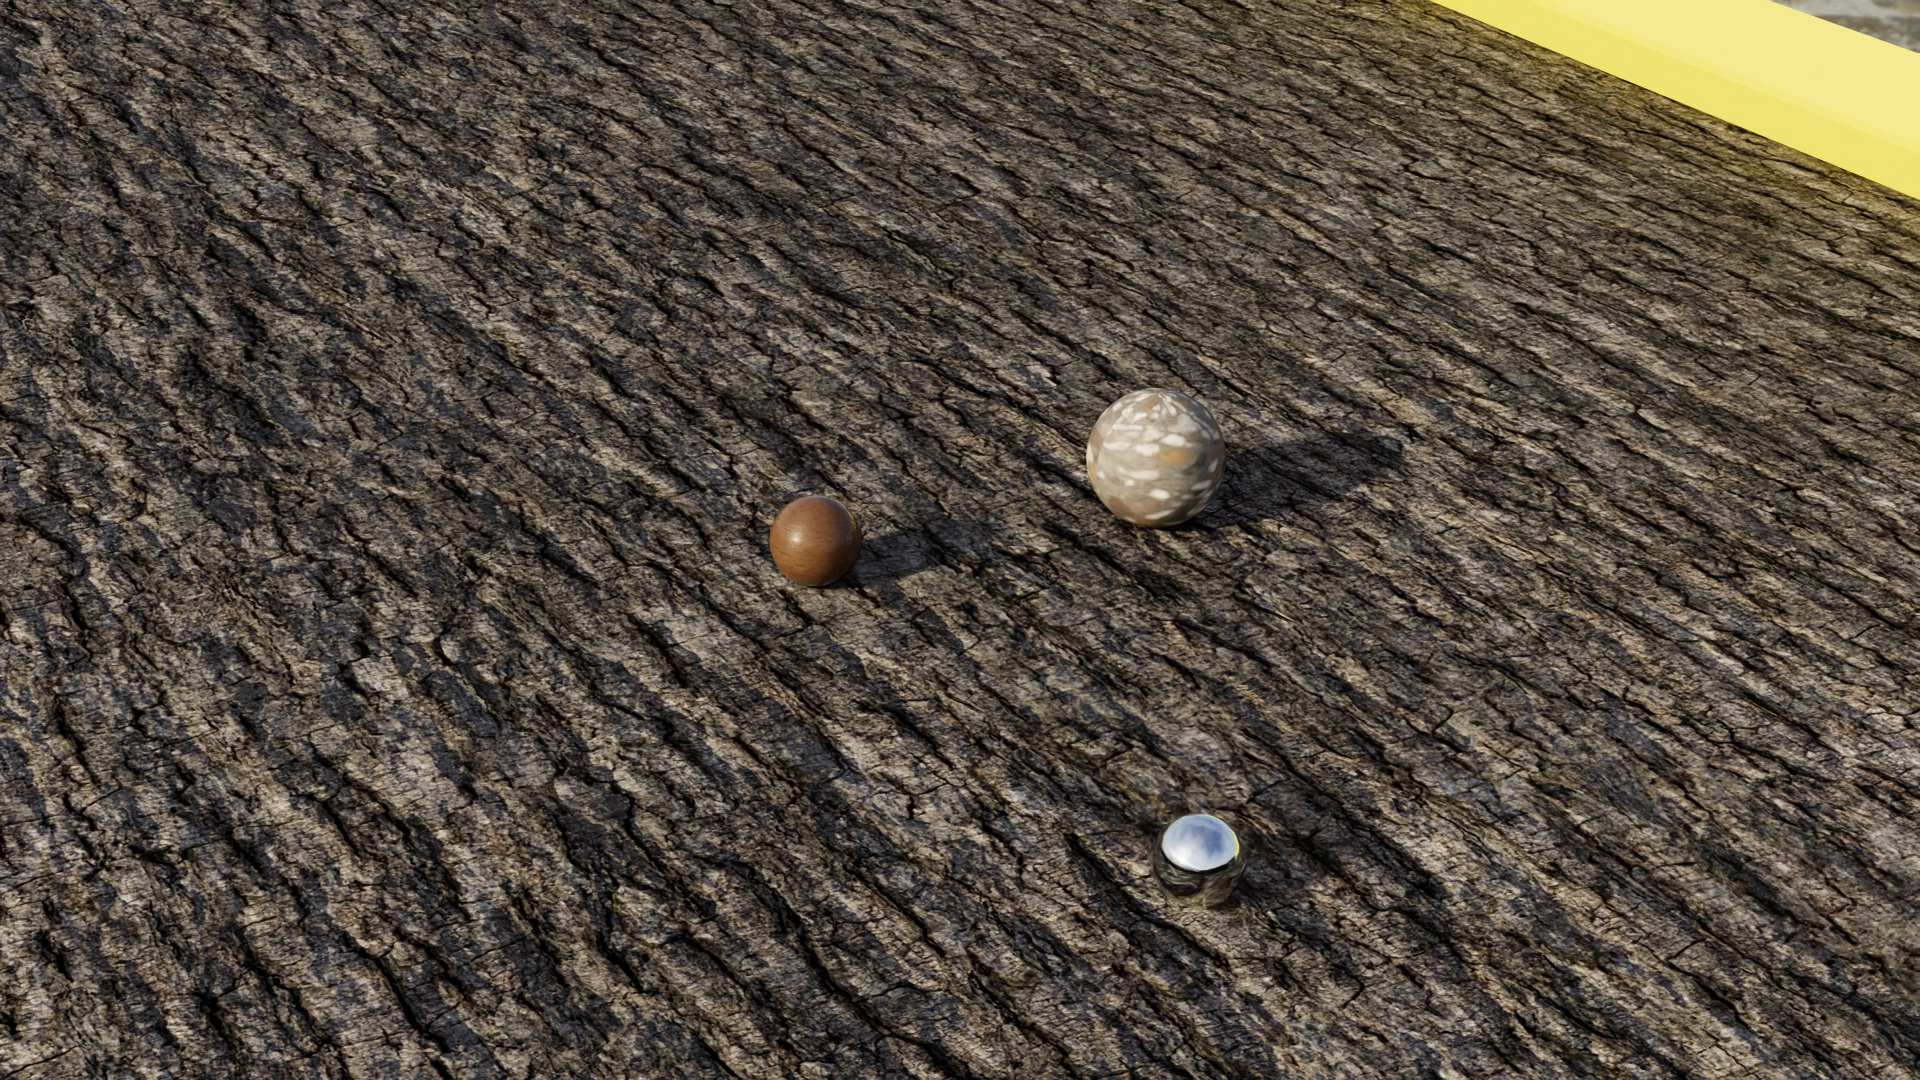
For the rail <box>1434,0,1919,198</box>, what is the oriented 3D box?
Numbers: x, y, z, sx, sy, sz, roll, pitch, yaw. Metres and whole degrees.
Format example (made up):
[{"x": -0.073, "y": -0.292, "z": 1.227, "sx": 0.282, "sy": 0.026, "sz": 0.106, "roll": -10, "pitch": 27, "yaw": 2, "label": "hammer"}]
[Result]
[{"x": 0.504, "y": -0.645, "z": 3.198, "sx": 0.045, "sy": 0.128, "sz": 3.832, "roll": -14, "pitch": 30, "yaw": -26, "label": "rail"}]

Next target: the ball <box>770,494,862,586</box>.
[{"x": -0.098, "y": 0.000, "z": 1.989, "sx": 0.063, "sy": 0.063, "sz": 0.063, "roll": 0, "pitch": 27, "yaw": 0, "label": "ball"}]

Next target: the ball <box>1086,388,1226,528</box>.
[{"x": 0.138, "y": -0.058, "z": 2.064, "sx": 0.099, "sy": 0.099, "sz": 0.099, "roll": 0, "pitch": 27, "yaw": 0, "label": "ball"}]

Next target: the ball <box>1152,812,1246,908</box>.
[{"x": 0.134, "y": 0.179, "z": 1.644, "sx": 0.053, "sy": 0.053, "sz": 0.053, "roll": 0, "pitch": 27, "yaw": 0, "label": "ball"}]
